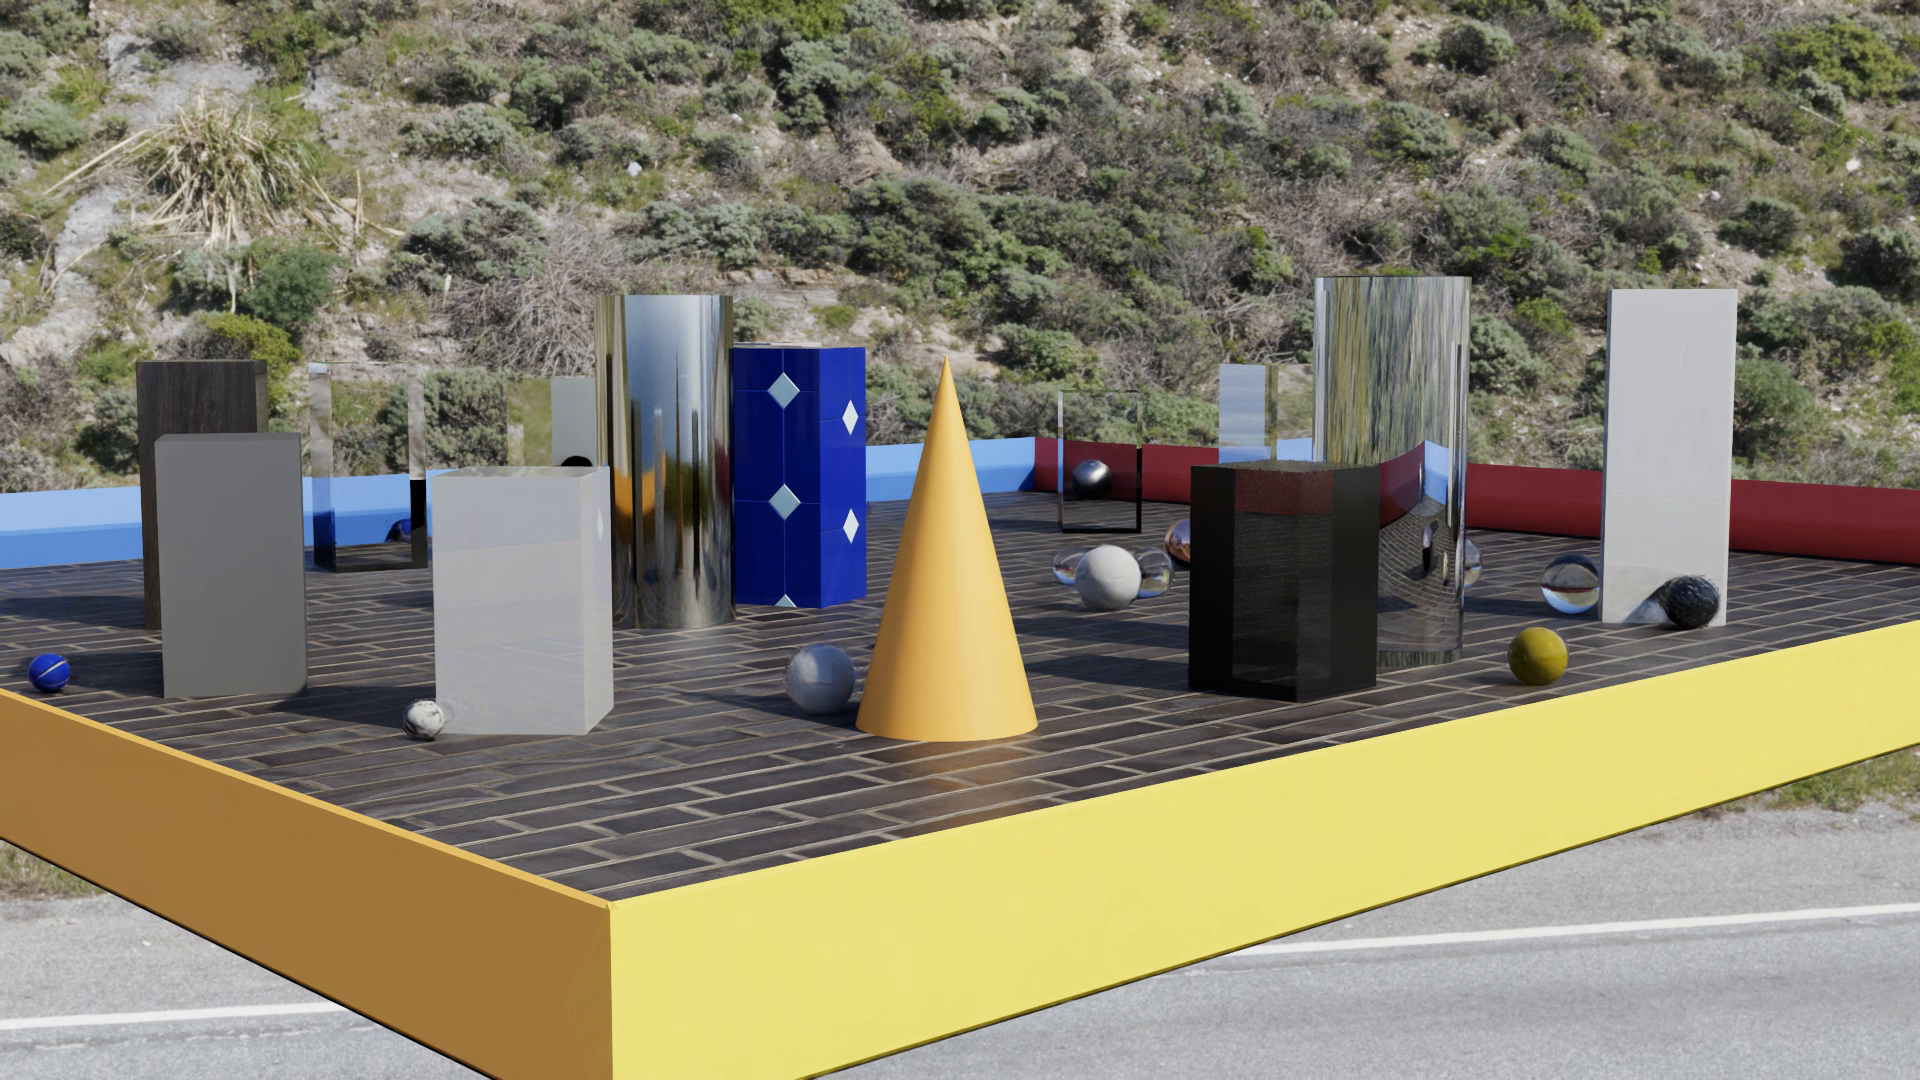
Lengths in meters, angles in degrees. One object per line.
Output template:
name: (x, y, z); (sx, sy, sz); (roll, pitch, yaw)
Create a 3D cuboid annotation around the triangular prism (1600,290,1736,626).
triangular prism: (1.017, -0.124, 3.183); (0.171, 0.474, 0.148); (1, 6, 13)

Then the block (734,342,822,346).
block: (-0.389, -0.208, 4.440); (0.158, 0.380, 0.158); (4, 7, 35)

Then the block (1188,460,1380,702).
block: (0.383, 0.043, 2.600); (0.158, 0.263, 0.158); (6, 8, 45)

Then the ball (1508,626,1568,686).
ball: (0.687, 0.138, 2.618); (0.070, 0.070, 0.070); (0, 6, 0)

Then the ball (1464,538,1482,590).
ball: (0.774, 0.038, 3.465); (0.094, 0.094, 0.094); (0, 6, 0)

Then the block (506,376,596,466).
block: (-0.686, -0.122, 3.871); (0.158, 0.328, 0.158); (-5, 8, -40)

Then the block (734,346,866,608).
block: (-0.250, -0.101, 3.376); (0.158, 0.388, 0.158); (3, 6, 23)

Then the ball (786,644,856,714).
ball: (-0.154, 0.154, 2.435); (0.077, 0.077, 0.077); (0, 6, 0)

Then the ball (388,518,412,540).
ball: (-1.086, -0.021, 4.260); (0.045, 0.045, 0.045); (0, 6, 0)

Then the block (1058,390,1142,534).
block: (0.282, -0.161, 4.461); (0.158, 0.282, 0.158); (0, 6, -1)

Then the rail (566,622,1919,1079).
rail: (0.978, 0.143, 2.278); (3.212, 0.128, 0.045); (-5, 8, -42)

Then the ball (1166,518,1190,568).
ball: (0.399, 0.005, 3.810); (0.087, 0.087, 0.087); (0, 6, 0)

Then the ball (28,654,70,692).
ball: (-1.064, 0.155, 2.569); (0.046, 0.046, 0.046); (0, 6, 0)

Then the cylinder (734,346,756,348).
cylinder: (-0.387, -0.165, 4.026); (0.197, 0.380, 0.197); (0, 6, 0)

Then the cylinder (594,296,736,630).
cylinder: (-0.422, -0.116, 3.153); (0.197, 0.465, 0.197); (0, 6, 0)

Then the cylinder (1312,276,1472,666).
cylinder: (0.552, -0.094, 2.830); (0.197, 0.487, 0.197); (0, 6, 0)

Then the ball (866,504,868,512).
ball: (-0.232, -0.064, 4.467); (0.087, 0.087, 0.087); (0, 6, 0)

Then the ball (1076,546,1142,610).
ball: (0.220, 0.056, 3.265); (0.098, 0.098, 0.098); (0, 6, 0)

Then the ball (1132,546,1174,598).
ball: (0.292, 0.050, 3.410); (0.080, 0.080, 0.080); (0, 6, 0)

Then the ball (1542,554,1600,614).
ball: (0.900, 0.065, 3.235); (0.088, 0.088, 0.088); (0, 6, 0)

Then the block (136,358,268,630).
block: (-1.075, -0.069, 3.141); (0.158, 0.374, 0.158); (-1, 6, -12)

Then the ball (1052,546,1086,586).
ball: (0.182, 0.042, 3.573); (0.063, 0.063, 0.063); (0, 6, 0)

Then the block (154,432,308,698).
block: (-0.862, 0.025, 2.614); (0.158, 0.296, 0.158); (-2, 6, -16)

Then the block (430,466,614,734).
block: (-0.470, 0.061, 2.381); (0.158, 0.272, 0.158); (0, 6, 2)

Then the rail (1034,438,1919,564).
rail: (1.163, -0.078, 4.399); (0.045, 0.128, 2.932); (-5, 8, -42)

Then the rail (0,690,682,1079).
rail: (-1.163, 0.145, 2.265); (0.045, 0.128, 2.932); (-5, 8, -42)

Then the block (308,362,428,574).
block: (-1.029, -0.130, 3.821); (0.158, 0.354, 0.158); (-3, 7, -29)

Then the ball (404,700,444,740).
ball: (-0.557, 0.187, 2.286); (0.041, 0.041, 0.041); (0, 6, 0)

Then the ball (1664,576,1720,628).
ball: (1.026, 0.087, 3.084); (0.075, 0.075, 0.075); (0, 6, 0)

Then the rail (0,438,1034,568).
rail: (-0.978, -0.077, 4.386); (3.212, 0.128, 0.045); (-5, 8, -42)

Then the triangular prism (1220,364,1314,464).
triangular prism: (0.514, -0.127, 3.795); (0.148, 0.353, 0.171); (4, 7, 35)

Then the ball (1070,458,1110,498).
ball: (0.308, -0.147, 5.221); (0.096, 0.096, 0.096); (0, 6, 0)

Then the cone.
cone: (-0.015, 0.000, 2.356); (0.197, 0.399, 0.197); (0, 6, 0)
